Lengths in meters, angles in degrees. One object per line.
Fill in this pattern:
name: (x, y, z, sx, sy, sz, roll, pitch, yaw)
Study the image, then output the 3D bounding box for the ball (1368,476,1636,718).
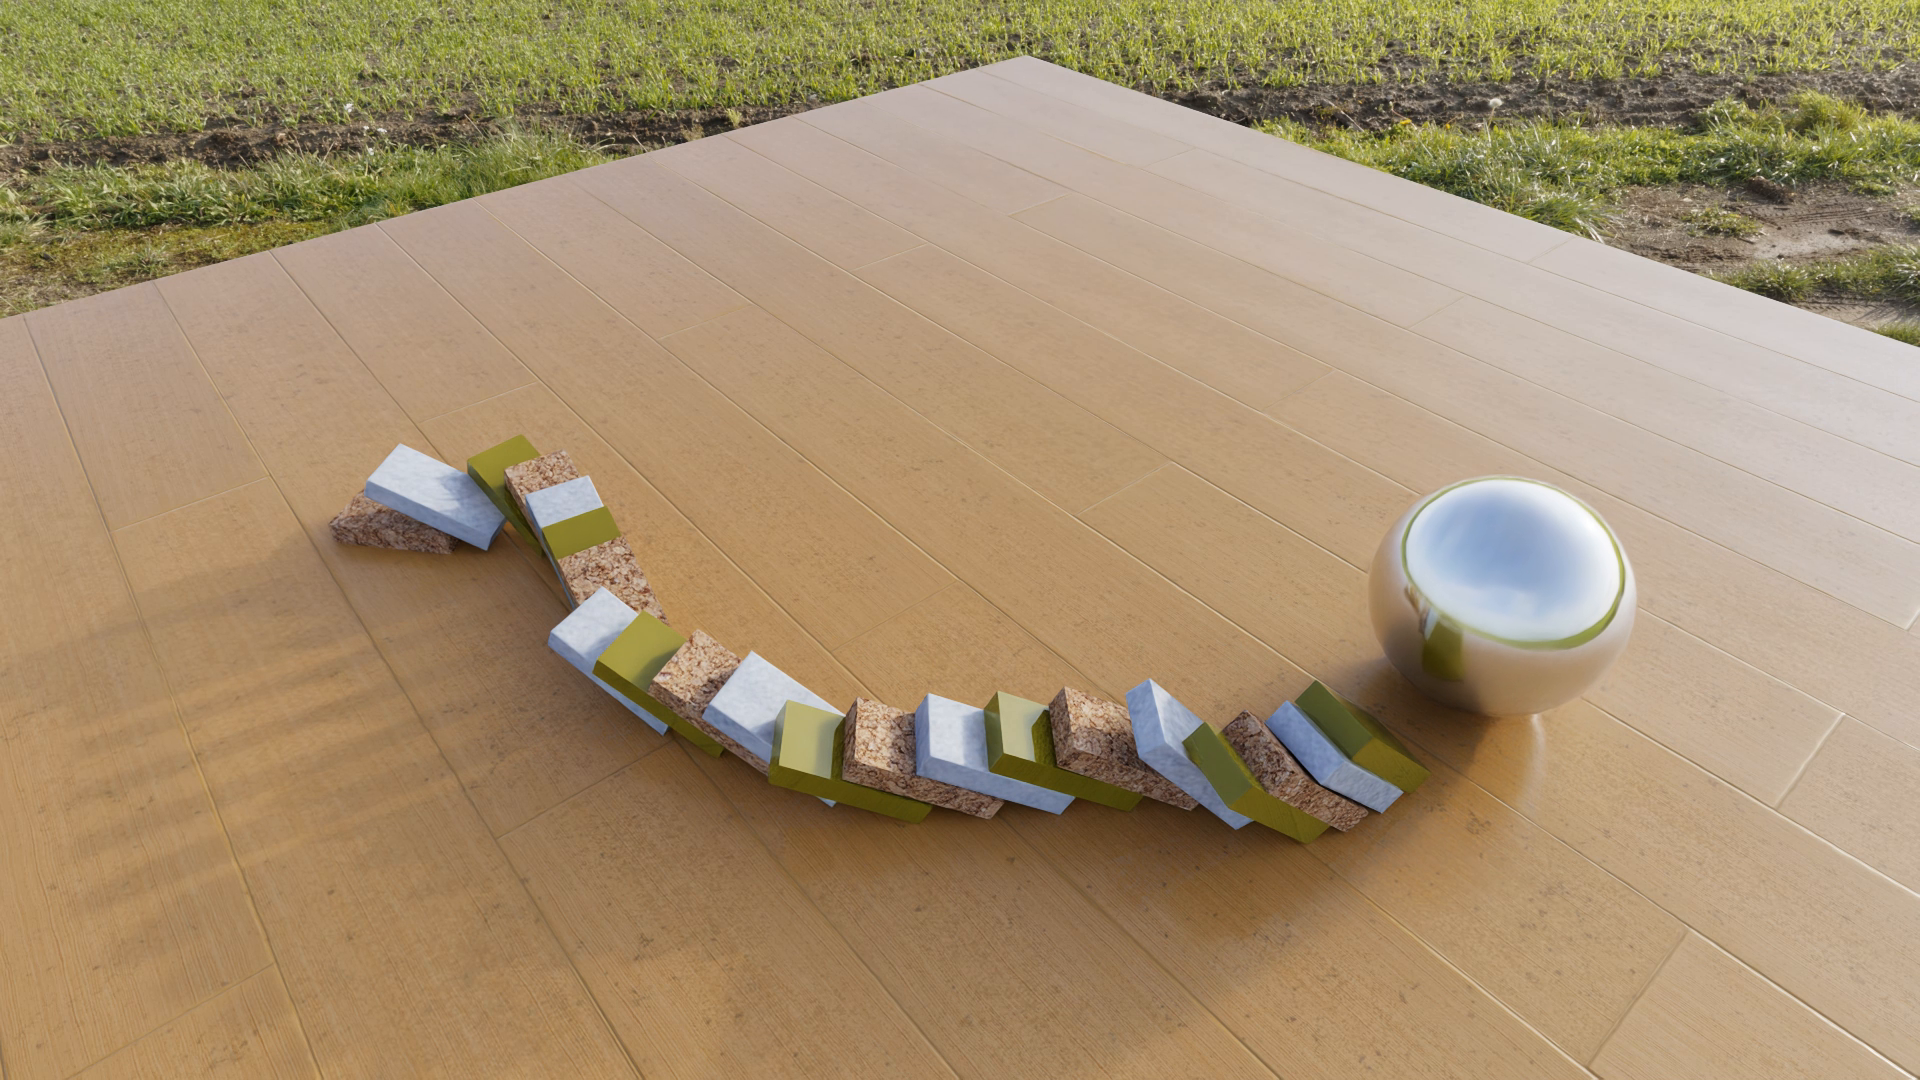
ball: (0.178, 0.018, 0.365, 0.080, 0.080, 0.080, 0, 39, 0)

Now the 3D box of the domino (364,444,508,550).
domino: (-0.209, -0.017, 0.444, 0.050, 0.010, 0.025, 26, 39, -13)

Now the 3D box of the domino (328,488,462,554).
domino: (-0.228, -0.008, 0.453, 0.050, 0.010, 0.025, 5, 40, 6)

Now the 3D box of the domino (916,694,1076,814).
domino: (0.011, 0.067, 0.344, 0.050, 0.010, 0.025, 20, 36, -19)

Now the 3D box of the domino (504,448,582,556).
domino: (-0.158, -0.011, 0.439, 0.025, 0.010, 0.050, -26, 73, -31)

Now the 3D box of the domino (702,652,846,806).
domino: (-0.054, 0.060, 0.353, 0.050, 0.010, 0.025, 35, 45, -1)

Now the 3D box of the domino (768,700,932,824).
domino: (-0.033, 0.069, 0.342, 0.050, 0.009, 0.025, 20, 38, -18)

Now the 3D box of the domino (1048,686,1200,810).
domino: (0.053, 0.065, 0.345, 0.050, 0.010, 0.025, 22, 35, -20)

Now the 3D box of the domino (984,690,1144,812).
domino: (0.033, 0.066, 0.346, 0.050, 0.010, 0.025, 20, 35, -18)

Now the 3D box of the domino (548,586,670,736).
domino: (-0.112, 0.041, 0.376, 0.050, 0.010, 0.025, 38, 48, 2)

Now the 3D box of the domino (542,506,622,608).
domino: (-0.134, 0.014, 0.410, 0.025, 0.010, 0.050, -23, 71, -26)

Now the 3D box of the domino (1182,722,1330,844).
domino: (0.089, 0.073, 0.328, 0.009, 0.050, 0.025, -47, 42, 14)

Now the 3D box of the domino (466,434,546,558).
domino: (-0.175, -0.018, 0.450, 0.050, 0.010, 0.025, 46, 54, 12)

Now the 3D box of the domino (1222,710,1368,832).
domino: (0.102, 0.070, 0.332, 0.009, 0.050, 0.025, -47, 42, 14)

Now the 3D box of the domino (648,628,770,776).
domino: (-0.074, 0.054, 0.361, 0.050, 0.010, 0.025, 35, 45, -1)

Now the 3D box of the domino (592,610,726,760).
domino: (-0.094, 0.048, 0.367, 0.050, 0.010, 0.025, 35, 46, -1)

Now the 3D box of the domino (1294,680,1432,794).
domino: (0.126, 0.062, 0.342, 0.009, 0.050, 0.025, -49, 45, 12)

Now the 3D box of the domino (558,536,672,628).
domino: (-0.122, 0.025, 0.396, 0.025, 0.009, 0.050, -24, 72, -26)

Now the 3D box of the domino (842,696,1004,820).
domino: (-0.011, 0.068, 0.343, 0.050, 0.010, 0.025, 20, 37, -19)

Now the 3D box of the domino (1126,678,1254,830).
domino: (0.071, 0.066, 0.337, 0.010, 0.050, 0.025, -37, 32, 24)

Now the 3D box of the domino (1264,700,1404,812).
domino: (0.115, 0.067, 0.336, 0.009, 0.050, 0.025, -49, 46, 12)

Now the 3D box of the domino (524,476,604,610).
domino: (-0.146, 0.001, 0.424, 0.025, 0.010, 0.050, -22, 71, -27)
